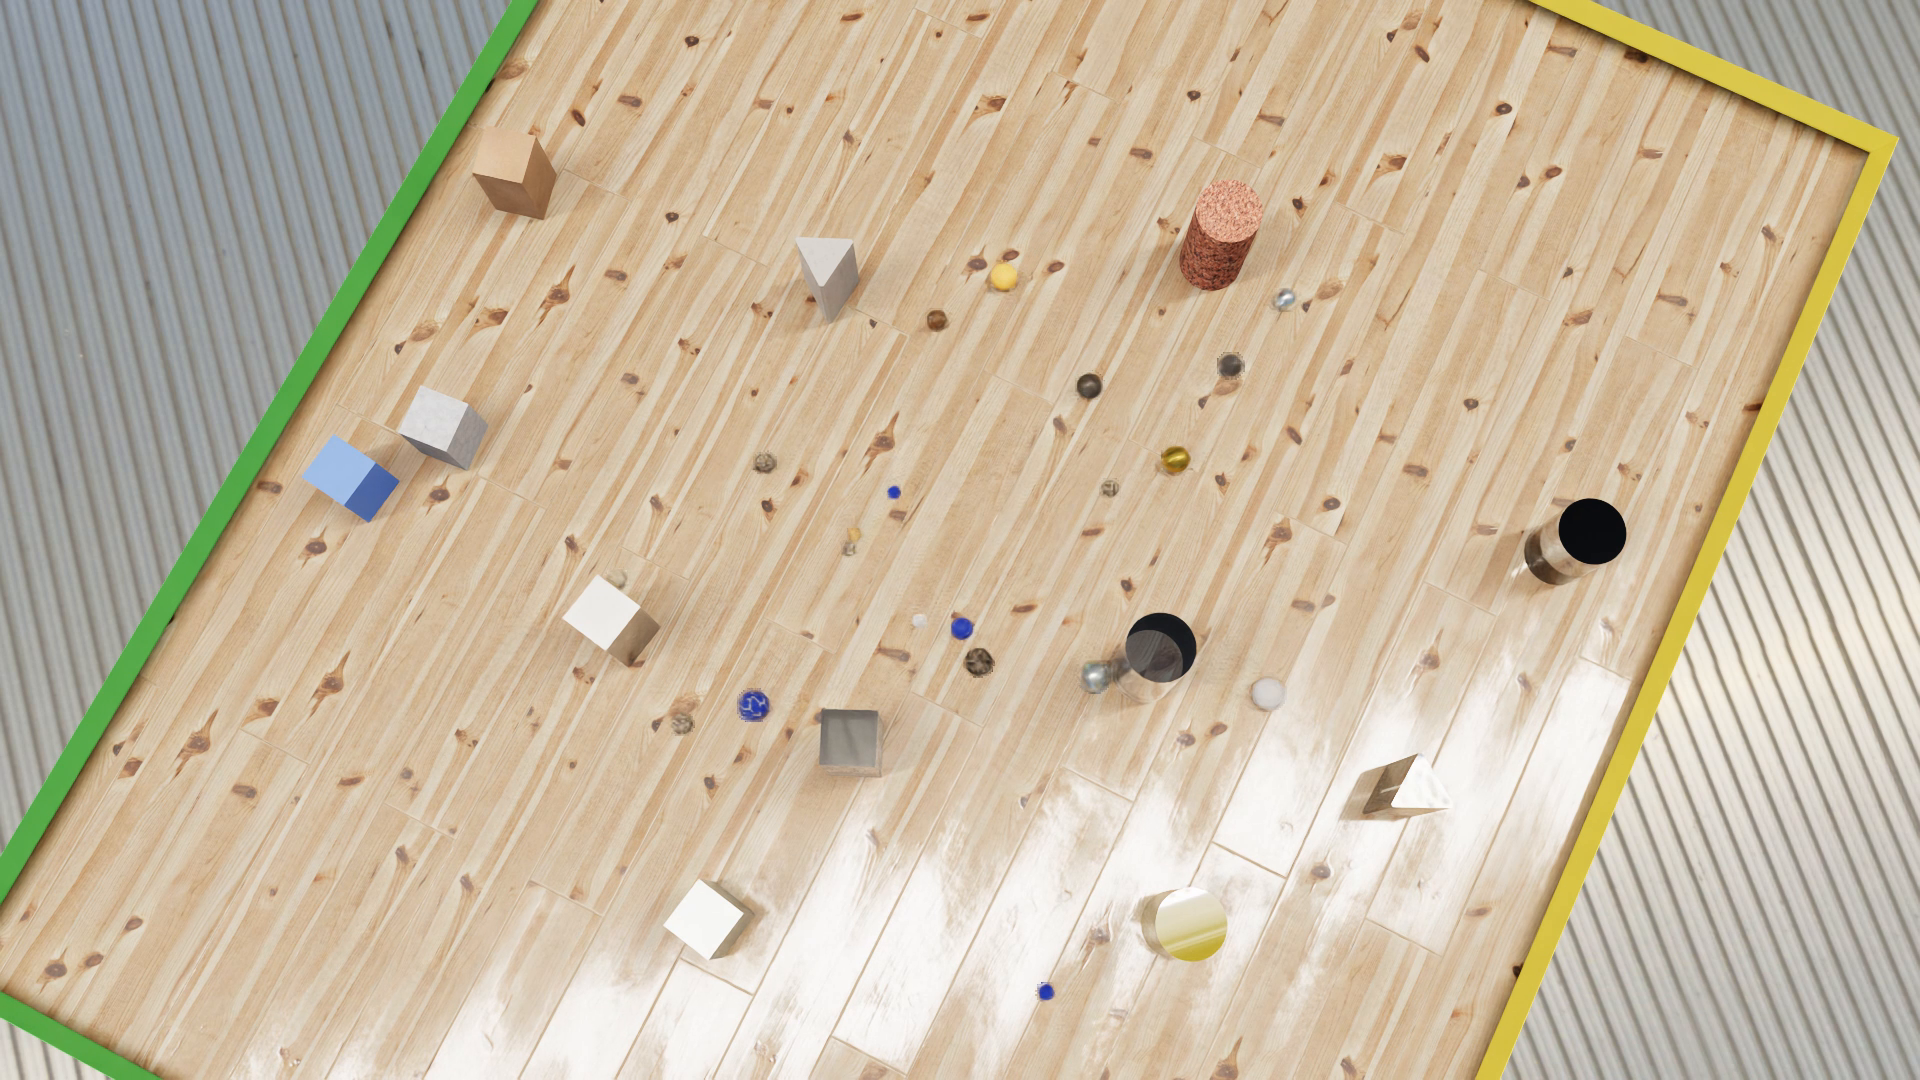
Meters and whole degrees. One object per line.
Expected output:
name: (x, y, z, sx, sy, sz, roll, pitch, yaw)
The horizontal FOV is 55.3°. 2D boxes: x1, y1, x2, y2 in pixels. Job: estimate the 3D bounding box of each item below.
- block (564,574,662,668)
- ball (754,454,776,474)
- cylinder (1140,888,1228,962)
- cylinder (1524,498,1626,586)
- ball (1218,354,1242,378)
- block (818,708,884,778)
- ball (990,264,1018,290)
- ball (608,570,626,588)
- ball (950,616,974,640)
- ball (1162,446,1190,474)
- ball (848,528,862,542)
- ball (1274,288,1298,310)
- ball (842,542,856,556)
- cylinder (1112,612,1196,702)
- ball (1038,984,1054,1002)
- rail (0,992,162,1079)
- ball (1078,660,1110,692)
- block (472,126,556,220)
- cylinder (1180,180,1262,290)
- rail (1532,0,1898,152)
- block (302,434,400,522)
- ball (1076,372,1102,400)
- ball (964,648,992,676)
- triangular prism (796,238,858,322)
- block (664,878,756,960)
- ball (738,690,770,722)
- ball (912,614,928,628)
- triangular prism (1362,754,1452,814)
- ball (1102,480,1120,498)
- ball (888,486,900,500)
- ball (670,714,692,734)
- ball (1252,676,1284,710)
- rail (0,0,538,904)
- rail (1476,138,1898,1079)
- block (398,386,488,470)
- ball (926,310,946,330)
block: (-1.016, 0.243, 5.378, 0.157, 0.370, 0.157, 36, 81, 7)
ball: (-0.599, -0.236, 5.634, 0.062, 0.062, 0.062, 0, 78, 0)
cylinder: (0.629, 1.087, 5.182, 0.197, 0.411, 0.197, 0, 78, 0)
cylinder: (1.824, 0.008, 5.447, 0.197, 0.329, 0.197, 0, 78, 0)
ball: (0.840, -0.541, 5.691, 0.074, 0.074, 0.074, 0, 78, 0)
block: (-0.310, 0.590, 5.296, 0.157, 0.389, 0.157, 2, 78, 0)
ball: (0.138, -0.825, 5.744, 0.084, 0.084, 0.084, 0, 78, 0)
ball: (-1.041, 0.120, 5.562, 0.059, 0.059, 0.059, 0, 78, 0)
ball: (0.006, 0.267, 5.525, 0.070, 0.070, 0.070, 0, 78, 0)
ball: (0.664, -0.248, 5.624, 0.086, 0.086, 0.086, 0, 78, 0)
ball: (-0.321, -0.016, 5.599, 0.042, 0.042, 0.042, 0, 78, 0)
ball: (1.019, -0.755, 5.737, 0.071, 0.071, 0.071, 0, 78, 0)
ball: (-0.339, 0.027, 5.590, 0.040, 0.040, 0.040, 0, 78, 0)
cylinder: (0.556, 0.346, 5.299, 0.197, 0.482, 0.197, 0, 78, 0)
ball: (0.250, 1.314, 5.320, 0.048, 0.048, 0.048, 0, 78, 0)
rail: (-1.092, 2.145, 5.106, 4.123, 0.128, 0.045, 26, 80, 5)
ball: (0.400, 0.404, 5.452, 0.097, 0.097, 0.097, 0, 78, 0)
block: (-1.383, -1.139, 5.701, 0.157, 0.297, 0.157, 13, 79, 3)
cylinder: (0.792, -0.925, 5.593, 0.197, 0.421, 0.197, 0, 78, 0)
rail: (1.092, -2.131, 5.991, 4.123, 0.128, 0.045, 26, 80, 5)
block: (-1.837, -0.184, 5.533, 0.157, 0.238, 0.157, 33, 80, 6)
ball: (0.400, -0.476, 5.674, 0.082, 0.082, 0.082, 0, 78, 0)
ball: (0.056, 0.365, 5.498, 0.084, 0.084, 0.084, 0, 78, 0)
triangular prism: (-0.426, -0.823, 5.610, 0.148, 0.347, 0.170, 32, 80, 6)
block: (-0.709, 1.082, 5.226, 0.157, 0.327, 0.157, 36, 81, 7)
ball: (-0.614, 0.494, 5.467, 0.092, 0.092, 0.092, 0, 78, 0)
ball: (-0.122, 0.245, 5.542, 0.047, 0.047, 0.047, 0, 78, 0)
triangular prism: (1.282, 0.703, 5.277, 0.170, 0.380, 0.148, 0, 78, 0)
ball: (0.460, -0.158, 5.621, 0.055, 0.055, 0.055, 0, 78, 0)
ball: (-0.202, -0.145, 5.626, 0.041, 0.041, 0.041, 0, 78, 0)
ball: (-0.831, 0.549, 5.471, 0.064, 0.064, 0.064, 0, 78, 0)
ball: (0.920, 0.458, 5.472, 0.098, 0.098, 0.098, 0, 78, 0)
rail: (-1.823, -0.886, 5.734, 0.045, 0.128, 4.929, 26, 80, 5)
rail: (1.823, 0.899, 5.364, 0.045, 0.128, 4.929, 26, 80, 5)
block: (-1.565, -0.337, 5.563, 0.157, 0.241, 0.157, 21, 79, 4)
ball: (-0.073, -0.688, 5.727, 0.064, 0.064, 0.064, 0, 78, 0)
